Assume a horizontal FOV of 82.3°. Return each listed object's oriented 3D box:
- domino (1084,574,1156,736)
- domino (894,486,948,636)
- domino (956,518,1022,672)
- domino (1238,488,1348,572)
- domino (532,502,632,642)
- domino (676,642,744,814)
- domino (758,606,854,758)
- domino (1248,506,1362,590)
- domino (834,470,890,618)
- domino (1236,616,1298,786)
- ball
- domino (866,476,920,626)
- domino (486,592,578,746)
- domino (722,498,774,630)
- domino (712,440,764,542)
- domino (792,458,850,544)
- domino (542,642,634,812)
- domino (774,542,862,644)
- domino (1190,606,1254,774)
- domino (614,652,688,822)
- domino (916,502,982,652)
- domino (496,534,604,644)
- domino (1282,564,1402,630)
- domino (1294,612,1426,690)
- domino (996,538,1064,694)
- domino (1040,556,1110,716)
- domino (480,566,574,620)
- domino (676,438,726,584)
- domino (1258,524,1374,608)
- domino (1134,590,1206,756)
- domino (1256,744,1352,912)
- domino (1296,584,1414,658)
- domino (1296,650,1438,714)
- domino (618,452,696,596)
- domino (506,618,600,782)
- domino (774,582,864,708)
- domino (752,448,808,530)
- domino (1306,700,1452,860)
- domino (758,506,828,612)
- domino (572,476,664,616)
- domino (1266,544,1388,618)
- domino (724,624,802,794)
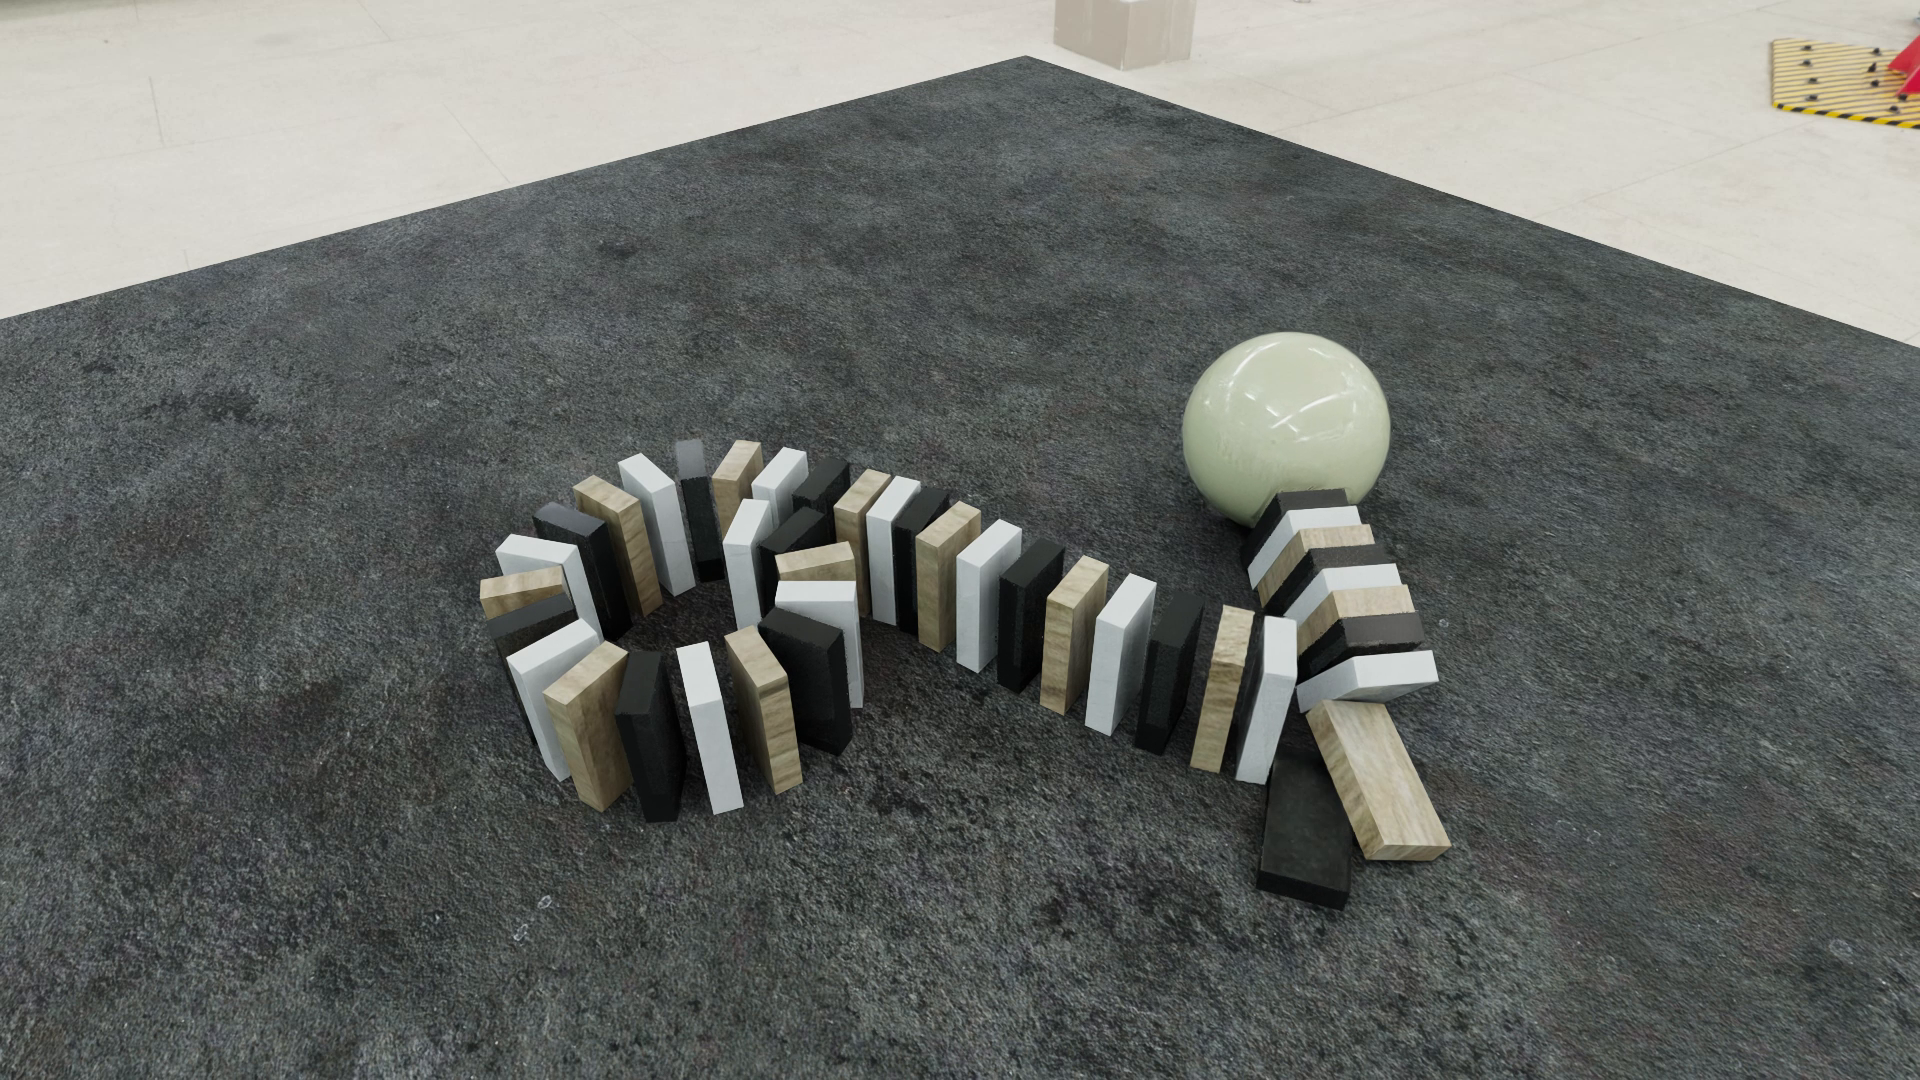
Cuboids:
[{"bbox_3d":[0.053,0.038,0.365,0.010,0.050,0.025,21,44,24],"label":"domino"},{"bbox_3d":[-0.013,0.008,0.401,0.009,0.050,0.025,15,42,18],"label":"domino"},{"bbox_3d":[0.010,0.020,0.387,0.010,0.050,0.025,25,45,27],"label":"domino"},{"bbox_3d":[0.125,-0.003,0.415,0.025,0.050,0.009,-4,65,-5],"label":"domino"},{"bbox_3d":[-0.136,0.012,0.397,0.025,0.050,0.010,18,43,21],"label":"domino"},{"bbox_3d":[-0.077,0.059,0.340,0.009,0.050,0.025,-13,41,-15],"label":"domino"},{"bbox_3d":[-0.049,0.046,0.355,0.025,0.050,0.010,17,42,19],"label":"domino"},{"bbox_3d":[0.127,0.004,0.407,0.025,0.050,0.009,-4,65,-5],"label":"domino"},{"bbox_3d":[-0.035,0.002,0.410,0.010,0.050,0.025,17,42,19],"label":"domino"},{"bbox_3d":[0.097,0.051,0.349,0.009,0.050,0.025,9,40,9],"label":"domino"},{"bbox_3d":[0.129,-0.043,0.440,0.080,0.080,0.080,0,39,0],"label":"ball"},{"bbox_3d":[-0.024,0.004,0.406,0.009,0.050,0.025,15,42,17],"label":"domino"},{"bbox_3d":[-0.134,0.043,0.359,0.025,0.050,0.010,-22,44,-25],"label":"domino"},{"bbox_3d":[-0.074,0.013,0.396,0.010,0.050,0.025,5,40,6],"label":"domino"},{"bbox_3d":[-0.083,-0.010,0.424,0.009,0.050,0.025,8,40,10],"label":"domino"},{"bbox_3d":[-0.051,-0.003,0.415,0.009,0.050,0.025,16,42,19],"label":"domino"},{"bbox_3d":[-0.110,0.058,0.340,0.010,0.050,0.025,21,44,24],"label":"domino"},{"bbox_3d":[-0.048,0.025,0.381,0.025,0.050,0.009,-11,41,-13],"label":"domino"},{"bbox_3d":[0.084,0.048,0.352,0.010,0.050,0.025,12,41,14],"label":"domino"},{"bbox_3d":[-0.094,0.061,0.337,0.009,0.050,0.025,-2,39,-2],"label":"domino"},{"bbox_3d":[-0.004,0.014,0.395,0.009,0.050,0.025,25,46,28],"label":"domino"},{"bbox_3d":[-0.142,0.022,0.384,0.025,0.050,0.010,9,40,11],"label":"domino"},{"bbox_3d":[0.131,0.024,0.383,0.025,0.050,0.009,-4,65,-5],"label":"domino"},{"bbox_3d":[0.131,0.038,0.366,0.025,0.050,0.009,-4,67,-5],"label":"domino"},{"bbox_3d":[0.024,0.027,0.379,0.009,0.050,0.025,24,45,26],"label":"domino"},{"bbox_3d":[0.038,0.033,0.372,0.009,0.050,0.025,22,44,25],"label":"domino"},{"bbox_3d":[-0.142,0.033,0.371,0.025,0.050,0.009,-11,41,-13],"label":"domino"},{"bbox_3d":[-0.100,-0.011,0.425,0.010,0.050,0.025,-10,40,-12],"label":"domino"},{"bbox_3d":[0.128,0.010,0.399,0.025,0.050,0.009,-4,65,-5],"label":"domino"},{"bbox_3d":[0.068,0.044,0.358,0.009,0.050,0.025,18,43,21],"label":"domino"},{"bbox_3d":[0.107,0.087,0.338,0.025,0.009,0.050,11,41,13],"label":"domino"},{"bbox_3d":[0.131,0.030,0.375,0.025,0.050,0.010,-4,65,-5],"label":"domino"},{"bbox_3d":[0.131,0.047,0.357,0.025,0.050,0.009,-4,72,-5],"label":"domino"},{"bbox_3d":[-0.115,-0.005,0.418,0.010,0.050,0.025,-29,47,-31],"label":"domino"},{"bbox_3d":[-0.124,0.051,0.349,0.025,0.050,0.009,-31,49,-32],"label":"domino"},{"bbox_3d":[-0.046,0.036,0.368,0.025,0.050,0.010,0,39,0],"label":"domino"},{"bbox_3d":[-0.066,-0.007,0.420,0.009,0.050,0.025,13,41,16],"label":"domino"},{"bbox_3d":[0.129,0.074,0.341,0.025,0.009,0.050,7,46,-21],"label":"domino"},{"bbox_3d":[-0.057,0.016,0.392,0.009,0.050,0.025,20,44,23],"label":"domino"},{"bbox_3d":[-0.126,0.003,0.408,0.025,0.050,0.009,25,46,28],"label":"domino"},{"bbox_3d":[0.129,0.017,0.391,0.025,0.050,0.010,-4,65,-5],"label":"domino"},{"bbox_3d":[-0.061,0.054,0.346,0.009,0.050,0.025,-22,44,-24],"label":"domino"}]
